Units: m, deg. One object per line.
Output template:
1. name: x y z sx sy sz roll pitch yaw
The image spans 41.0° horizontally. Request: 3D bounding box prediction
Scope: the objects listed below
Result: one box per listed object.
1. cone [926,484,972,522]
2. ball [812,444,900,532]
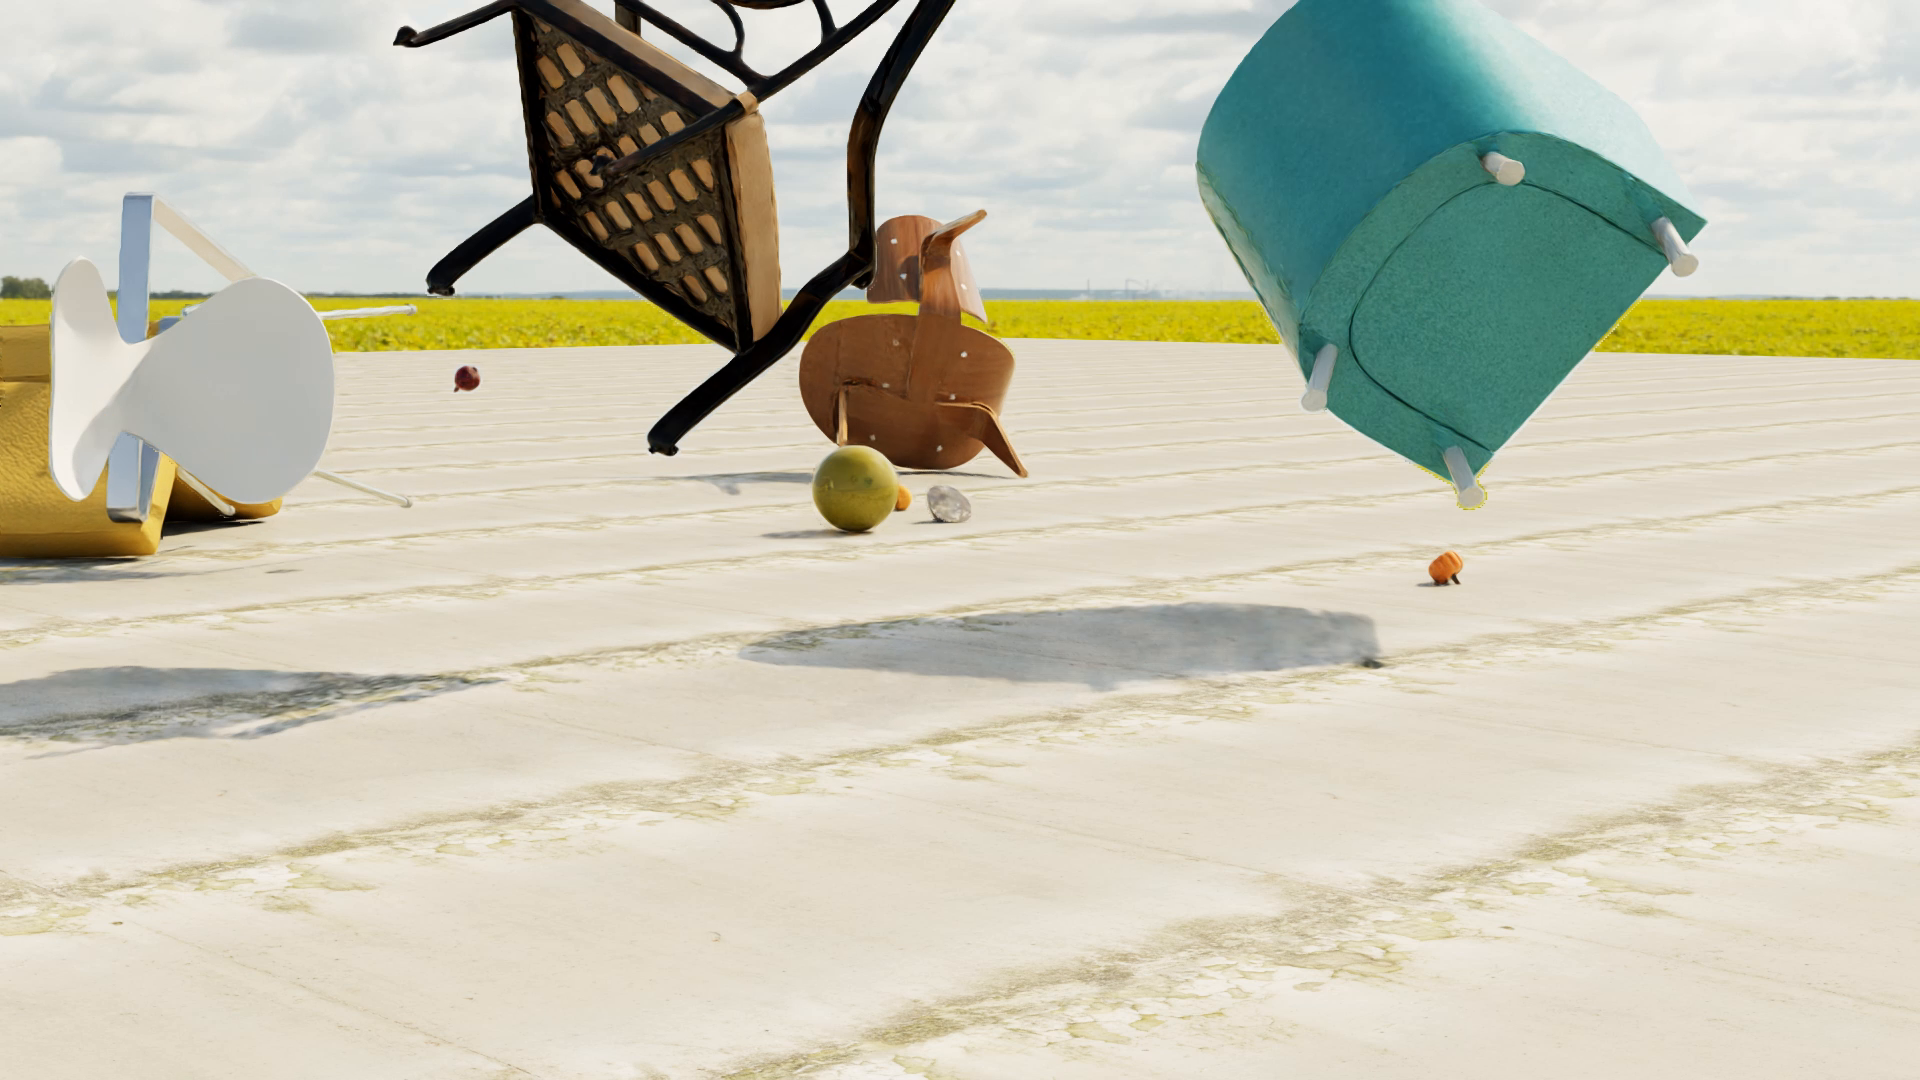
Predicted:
1. cone: -0.049 -0.076 6.909 0.133 0.102 0.109 29 -30 -9
2. ball: -0.270 -0.134 6.610 0.225 0.225 0.225 0 6 0
